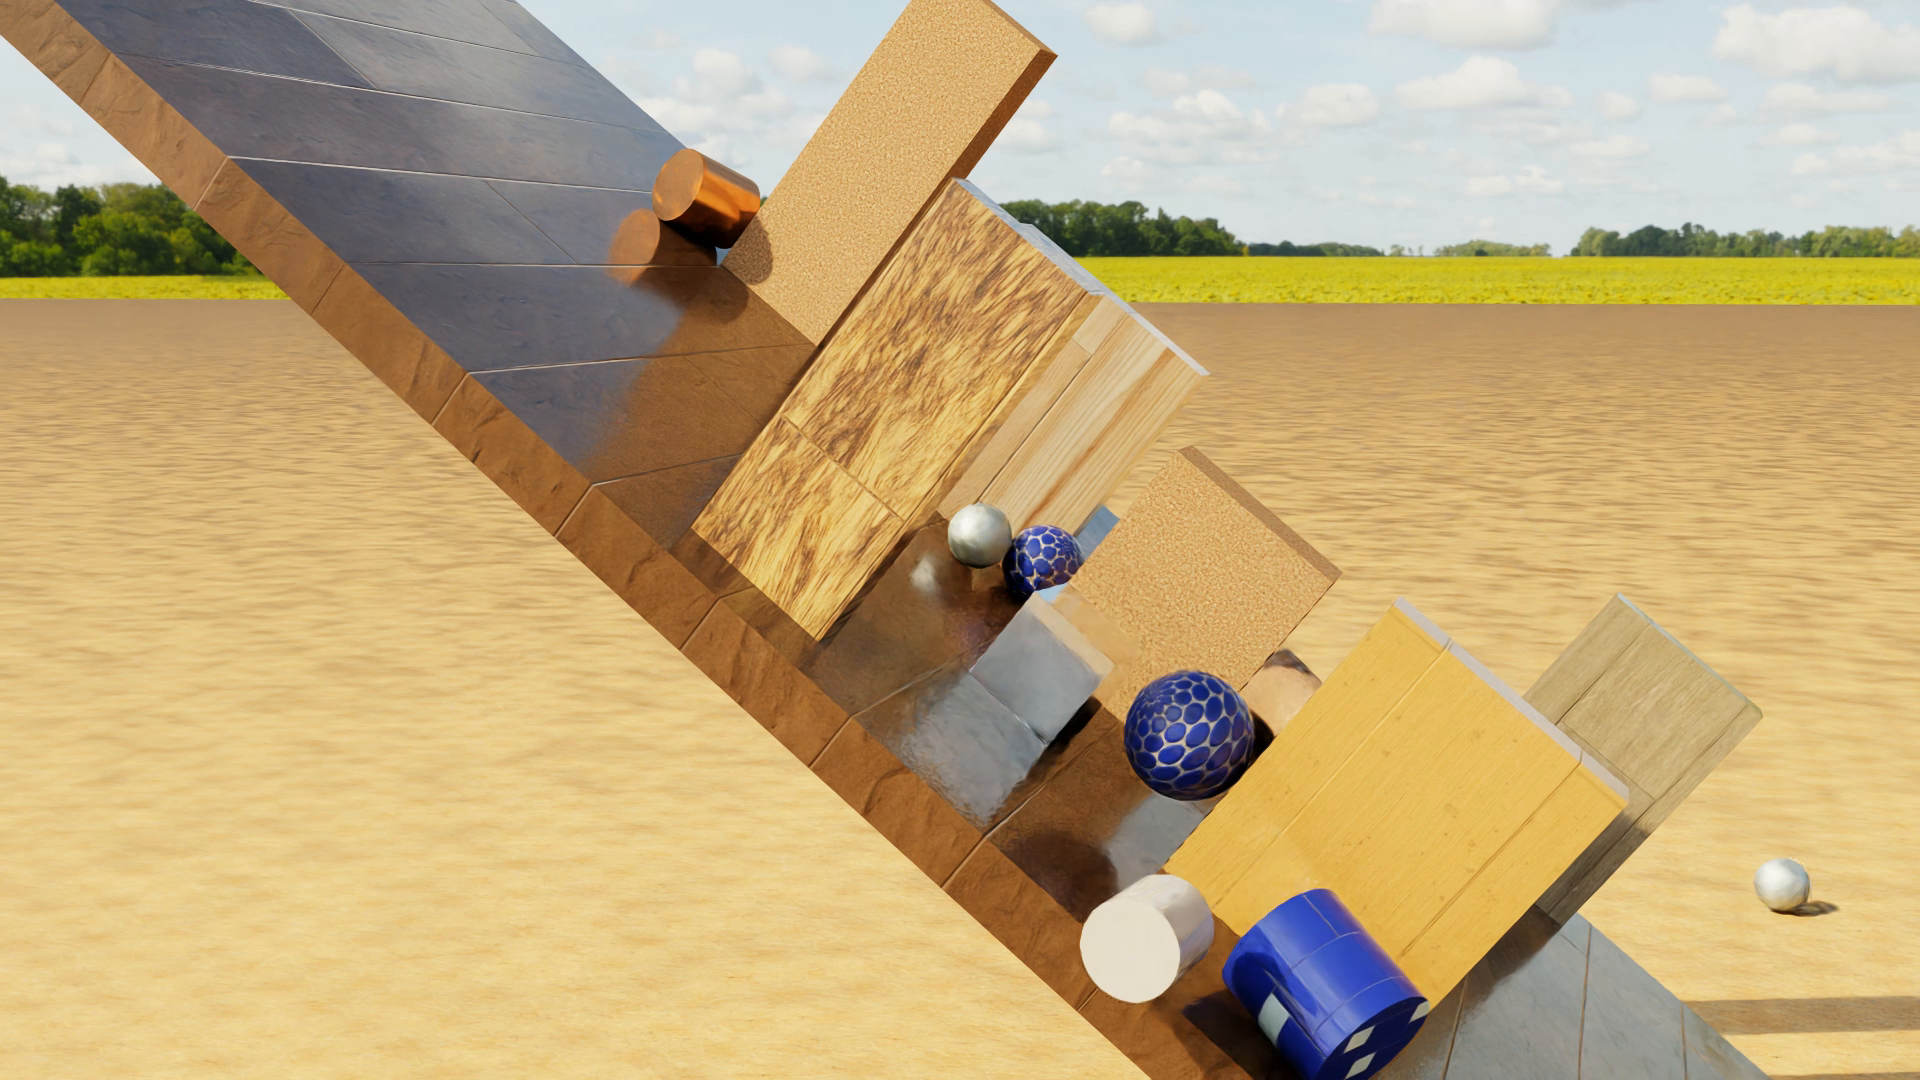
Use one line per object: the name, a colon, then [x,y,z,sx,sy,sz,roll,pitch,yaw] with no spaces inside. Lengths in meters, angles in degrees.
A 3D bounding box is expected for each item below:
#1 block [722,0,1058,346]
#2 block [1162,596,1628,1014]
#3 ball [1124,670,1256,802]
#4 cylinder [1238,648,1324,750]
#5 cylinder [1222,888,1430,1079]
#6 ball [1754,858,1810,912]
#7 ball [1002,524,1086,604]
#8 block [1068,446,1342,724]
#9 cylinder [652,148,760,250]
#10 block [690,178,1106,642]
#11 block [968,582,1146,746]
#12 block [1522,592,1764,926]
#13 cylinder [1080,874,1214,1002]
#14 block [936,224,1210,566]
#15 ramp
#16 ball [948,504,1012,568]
block: [-0.148,-0.774,4.485,0.271,0.749,0.141,41,16,9]
block: [0.647,0.433,3.302,0.435,0.541,0.097,41,16,9]
ball: [0.354,0.302,3.395,0.202,0.202,0.202,0,7,0]
cylinder: [0.634,0.330,4.224,0.171,0.171,0.171,46,30,24]
cylinder: [0.510,0.632,3.074,0.204,0.204,0.204,-6,43,-40]
ball: [2.393,1.004,6.399,0.155,0.155,0.155,0,7,0]
ball: [0.152,0.047,3.984,0.151,0.151,0.151,0,7,0]
block: [0.387,0.112,3.819,0.344,0.426,0.134,41,16,9]
cylinder: [-0.525,-0.705,4.550,0.158,0.158,0.158,7,-11,45]
block: [-0.097,-0.183,3.174,0.260,0.646,0.082,41,16,9]
block: [0.158,0.198,3.546,0.174,0.174,0.174,42,16,13]
block: [1.312,0.457,4.577,0.370,0.599,0.086,41,16,9]
cylinder: [0.250,0.527,2.924,0.138,0.138,0.138,3,7,25]
block: [0.130,-0.247,4.080,0.435,0.514,0.085,41,16,9]
ramp: [-0.012,0.062,4.045,4.000,0.100,2.000,41,16,9]
ball: [0.035,-0.008,3.944,0.117,0.117,0.117,0,7,0]
